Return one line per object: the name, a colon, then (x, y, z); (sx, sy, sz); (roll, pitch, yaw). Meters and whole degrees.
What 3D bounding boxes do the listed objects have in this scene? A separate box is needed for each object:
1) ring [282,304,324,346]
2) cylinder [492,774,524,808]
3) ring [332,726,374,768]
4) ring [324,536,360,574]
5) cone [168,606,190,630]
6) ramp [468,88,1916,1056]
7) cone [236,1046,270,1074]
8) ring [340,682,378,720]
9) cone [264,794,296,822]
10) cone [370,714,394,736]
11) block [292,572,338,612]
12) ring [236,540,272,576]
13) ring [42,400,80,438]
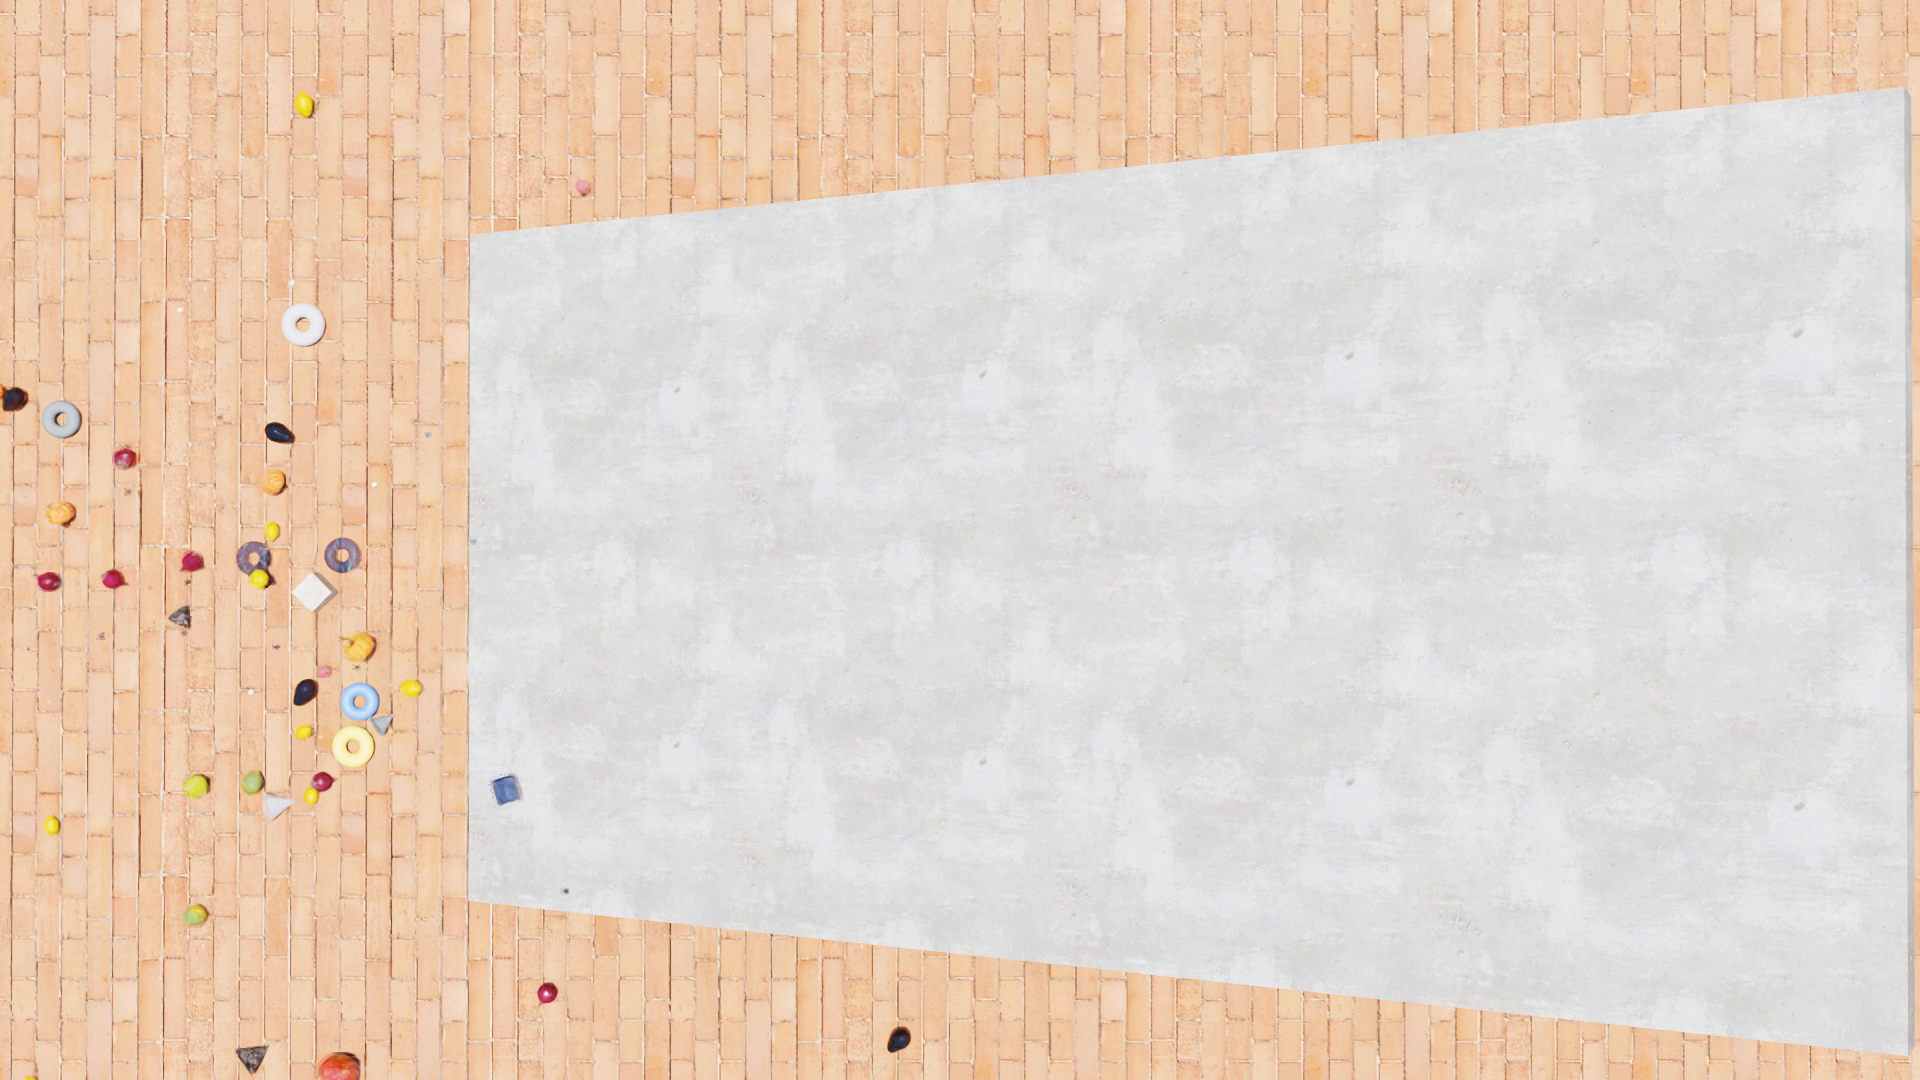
ring: (-1.993, -0.653, 6.674); (0.131, 0.044, 0.131); (0, 91, 0)
cylinder: (-1.330, 0.738, 6.463); (0.077, 0.077, 0.077); (-18, 80, 0)
ring: (-1.839, 0.626, 6.663); (0.127, 0.042, 0.127); (0, 91, 0)
ring: (-1.873, 0.046, 6.670); (0.111, 0.037, 0.111); (0, 89, -1)
cone: (-2.353, 0.248, 6.671); (0.069, 0.069, 0.069); (-28, 116, 0)
ramp: (0.265, 0.073, 5.613); (4.000, 0.100, 2.000); (0, 89, 31)
cone: (-2.126, 1.557, 6.655); (0.090, 0.090, 0.090); (-33, 90, -27)
ring: (-1.820, 0.490, 6.666); (0.116, 0.039, 0.116); (0, 88, 0)
cone: (-2.055, 0.801, 6.662); (0.089, 0.089, 0.089); (-11, 89, -27)
cone: (-1.742, 0.548, 6.669); (0.067, 0.067, 0.067); (-40, 90, -27)
block: (-1.947, 0.157, 6.646); (0.084, 0.084, 0.084); (-44, 90, 0)
ring: (-2.143, 0.056, 6.671); (0.108, 0.036, 0.108); (0, 89, 1)
ring: (-2.728, -0.366, 6.674); (0.115, 0.038, 0.115); (0, 89, -1)
